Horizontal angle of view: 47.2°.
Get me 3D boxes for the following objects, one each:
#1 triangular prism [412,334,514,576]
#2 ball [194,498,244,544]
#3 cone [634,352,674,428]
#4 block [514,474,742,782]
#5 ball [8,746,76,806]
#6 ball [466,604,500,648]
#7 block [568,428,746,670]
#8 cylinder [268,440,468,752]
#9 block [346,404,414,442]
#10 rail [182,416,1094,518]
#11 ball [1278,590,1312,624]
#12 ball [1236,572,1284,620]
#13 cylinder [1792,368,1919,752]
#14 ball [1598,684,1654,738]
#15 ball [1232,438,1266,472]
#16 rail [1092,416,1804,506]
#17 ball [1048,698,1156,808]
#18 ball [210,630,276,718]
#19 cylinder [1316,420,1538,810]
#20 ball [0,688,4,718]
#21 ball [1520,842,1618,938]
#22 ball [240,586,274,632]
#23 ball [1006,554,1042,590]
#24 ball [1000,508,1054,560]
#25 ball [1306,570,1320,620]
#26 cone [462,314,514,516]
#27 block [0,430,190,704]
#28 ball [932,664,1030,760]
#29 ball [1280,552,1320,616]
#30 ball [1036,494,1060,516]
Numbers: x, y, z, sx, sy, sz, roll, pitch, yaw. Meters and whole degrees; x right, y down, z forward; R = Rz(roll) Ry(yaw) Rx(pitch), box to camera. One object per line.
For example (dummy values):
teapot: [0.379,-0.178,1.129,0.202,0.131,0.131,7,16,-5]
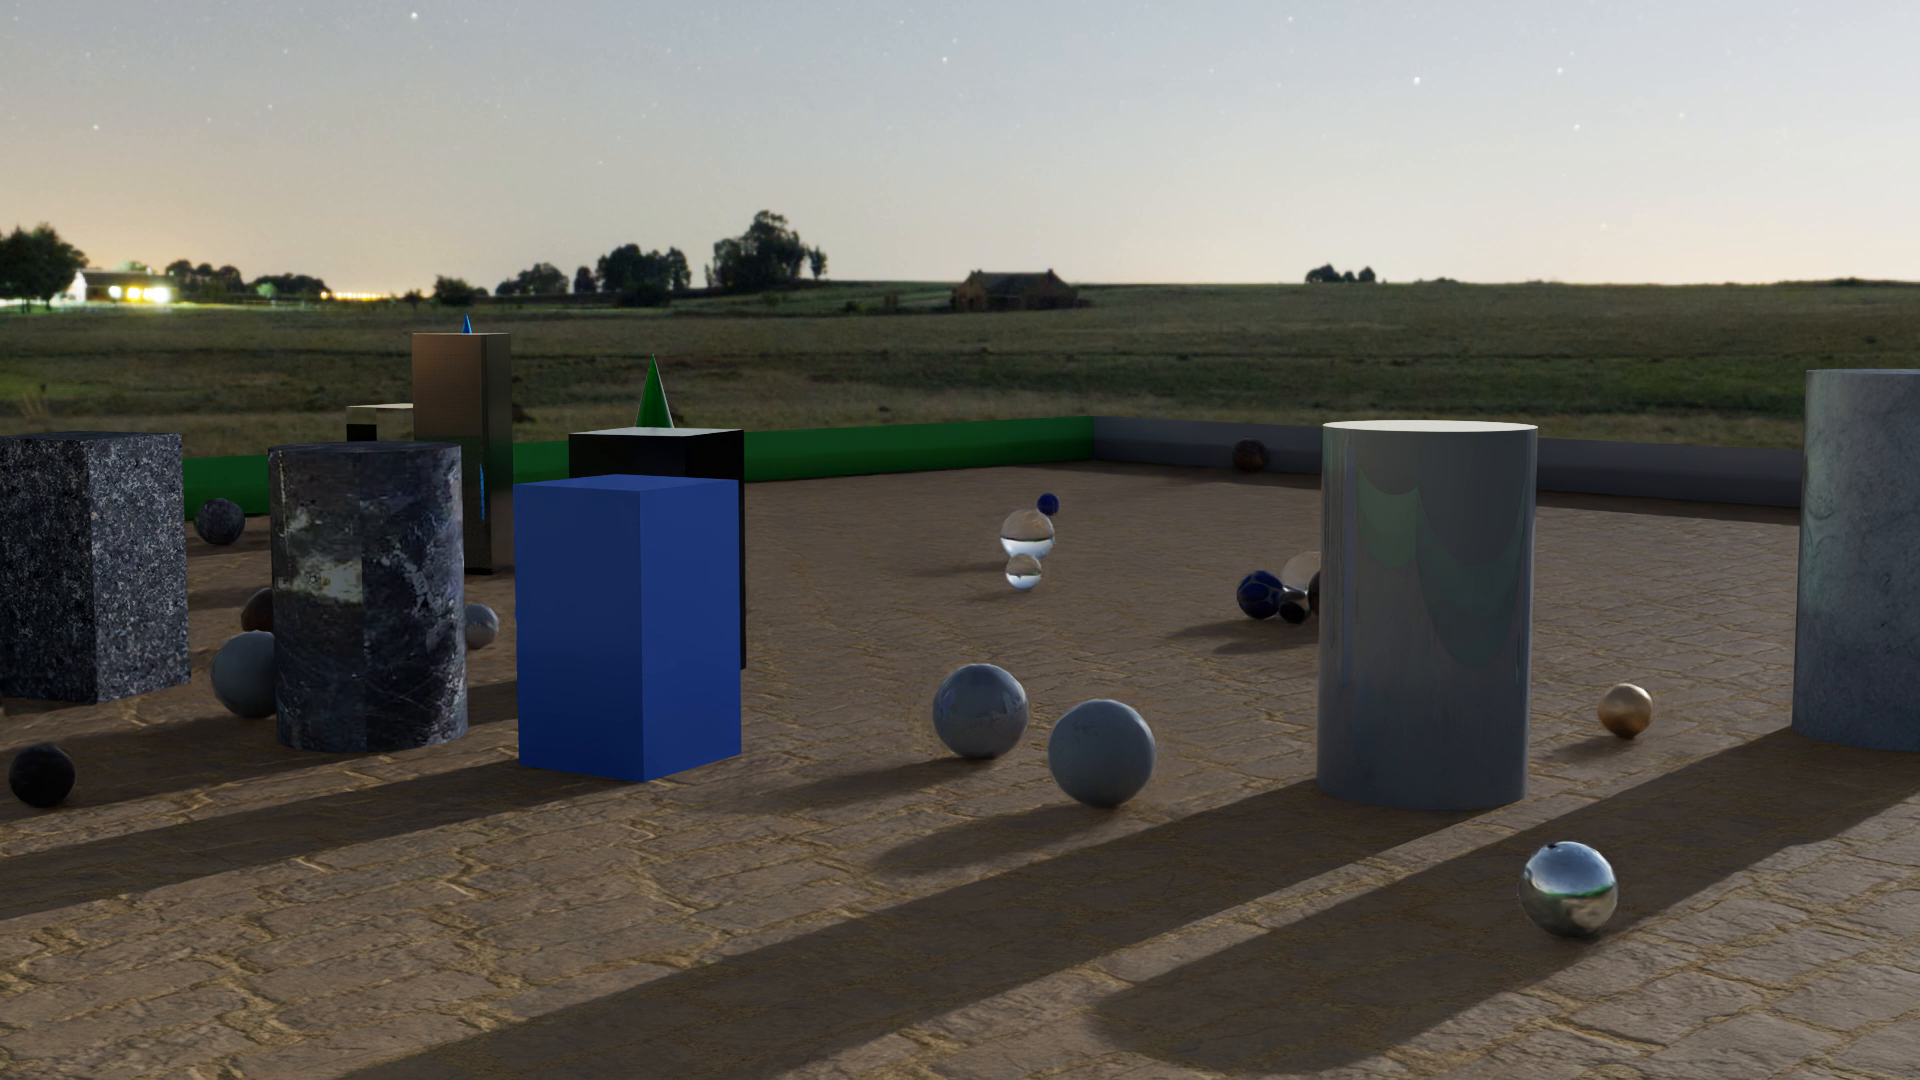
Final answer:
triangular prism: [-0.823,-0.152,3.776,0.168,0.403,0.145,4,7,32]
ball: [-1.402,-0.036,4.165,0.090,0.090,0.090,0,6,0]
cone: [-0.550,-0.154,3.957,0.194,0.368,0.194,0,6,0]
block: [-0.326,0.081,2.167,0.155,0.276,0.155,4,7,30]
ball: [-0.824,0.212,1.975,0.055,0.055,0.055,0,6,0]
ball: [-0.638,0.113,2.904,0.058,0.058,0.058,0,6,0]
block: [-0.366,0.016,2.677,0.155,0.297,0.155,2,6,20]
cylinder: [-0.617,0.054,2.296,0.194,0.303,0.194,0,6,0]
block: [-1.112,-0.142,4.401,0.155,0.253,0.155,4,7,30]
rail: [-1.427,-0.129,4.870,5.006,0.126,0.045,-5,8,-42]
ball: [0.475,0.095,3.116,0.050,0.050,0.050,0,6,0]
ball: [0.434,0.080,3.170,0.069,0.069,0.069,0,6,0]
cylinder: [0.980,0.015,2.297,0.194,0.380,0.194,0,6,0]
ball: [0.695,0.178,2.296,0.055,0.055,0.055,0,6,0]
ball: [0.791,-0.232,6.016,0.094,0.094,0.094,0,6,0]
rail: [1.822,-0.143,5.004,0.045,0.126,4.256,-5,8,-42]
ball: [0.127,0.191,1.972,0.097,0.097,0.097,0,6,0]
ball: [-0.768,0.147,2.401,0.096,0.096,0.096,0,6,0]
cylinder: [0.432,0.063,2.040,0.194,0.338,0.194,0,6,0]
ball: [-1.021,0.167,2.235,0.089,0.089,0.089,0,6,0]
ball: [0.433,0.248,1.564,0.068,0.068,0.068,0,6,0]
ball: [-0.881,0.104,2.839,0.089,0.089,0.089,0,6,0]
ball: [0.101,0.050,3.500,0.058,0.058,0.058,0,6,0]
ball: [0.119,-0.008,3.871,0.096,0.096,0.096,0,6,0]
ball: [0.533,0.077,3.077,0.093,0.093,0.093,0,6,0]
cone: [-1.057,-0.271,4.732,0.194,0.440,0.194,0,6,0]
block: [-1.021,0.027,2.572,0.155,0.298,0.155,2,6,20]
ball: [0.021,0.170,2.176,0.096,0.096,0.096,0,6,0]
ball: [0.511,0.063,3.189,0.094,0.094,0.094,0,6,0]
ball: [0.191,-0.077,4.753,0.049,0.049,0.049,0,6,0]
